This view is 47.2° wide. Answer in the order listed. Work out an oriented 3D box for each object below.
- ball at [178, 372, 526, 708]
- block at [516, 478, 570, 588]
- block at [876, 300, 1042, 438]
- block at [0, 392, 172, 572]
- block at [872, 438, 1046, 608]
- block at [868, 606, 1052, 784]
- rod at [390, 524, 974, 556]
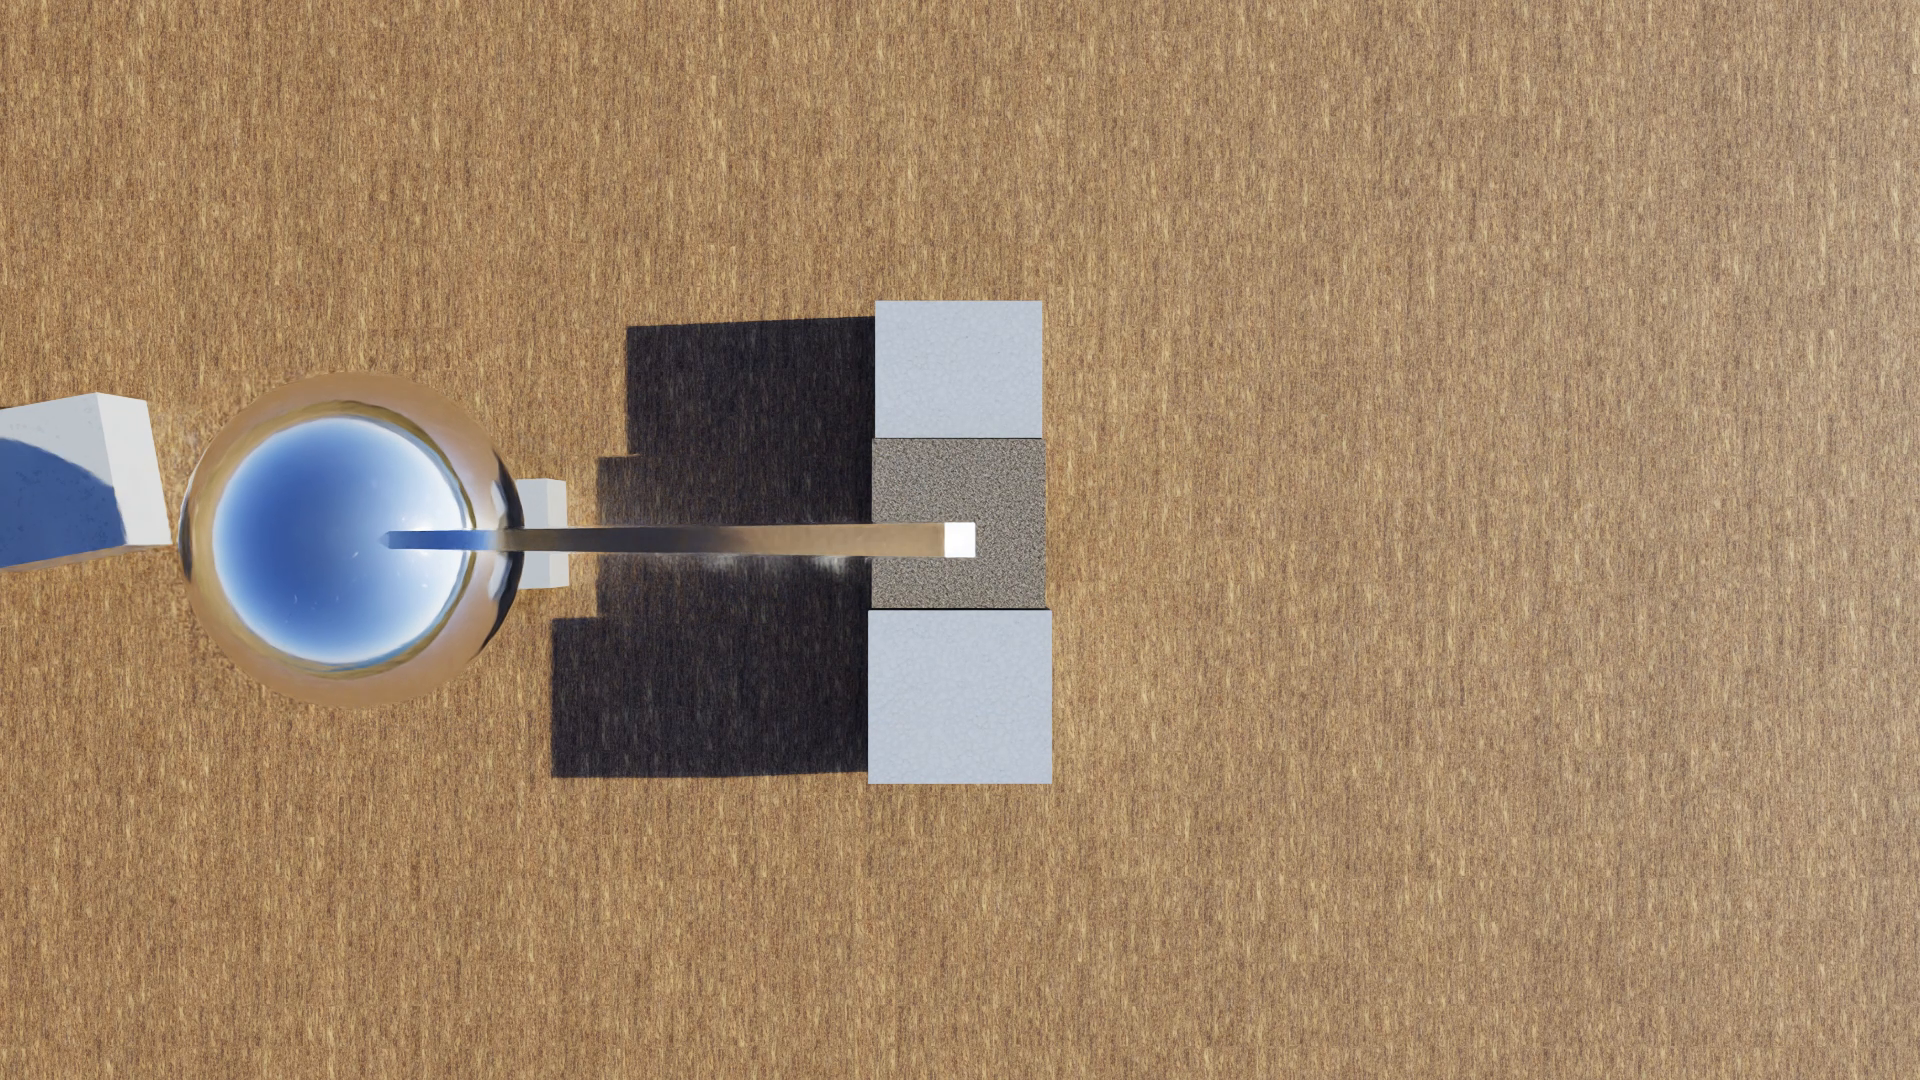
[{"bbox_3d":[-2.880,0.000,10.476,1.600,1.600,1.600,0,90,0],"label":"ball"},{"bbox_3d":[-2.633,-0.029,12.701,0.627,0.599,0.618,-2,90,0],"label":"block"},{"bbox_3d":[-0.007,-0.947,12.598,0.925,0.803,0.759,0,90,0],"label":"block"},{"bbox_3d":[-5.161,-0.319,12.625,0.869,0.750,0.866,-10,90,0],"label":"block"},{"bbox_3d":[-0.007,-0.091,12.555,0.956,0.890,0.932,0,90,0],"label":"block"},{"bbox_3d":[0.000,0.855,12.487,1.000,1.026,0.943,0,90,0],"label":"block"},{"bbox_3d":[-1.248,0.000,7.493,0.080,5.200,0.080,0,90,-29],"label":"rod"}]
